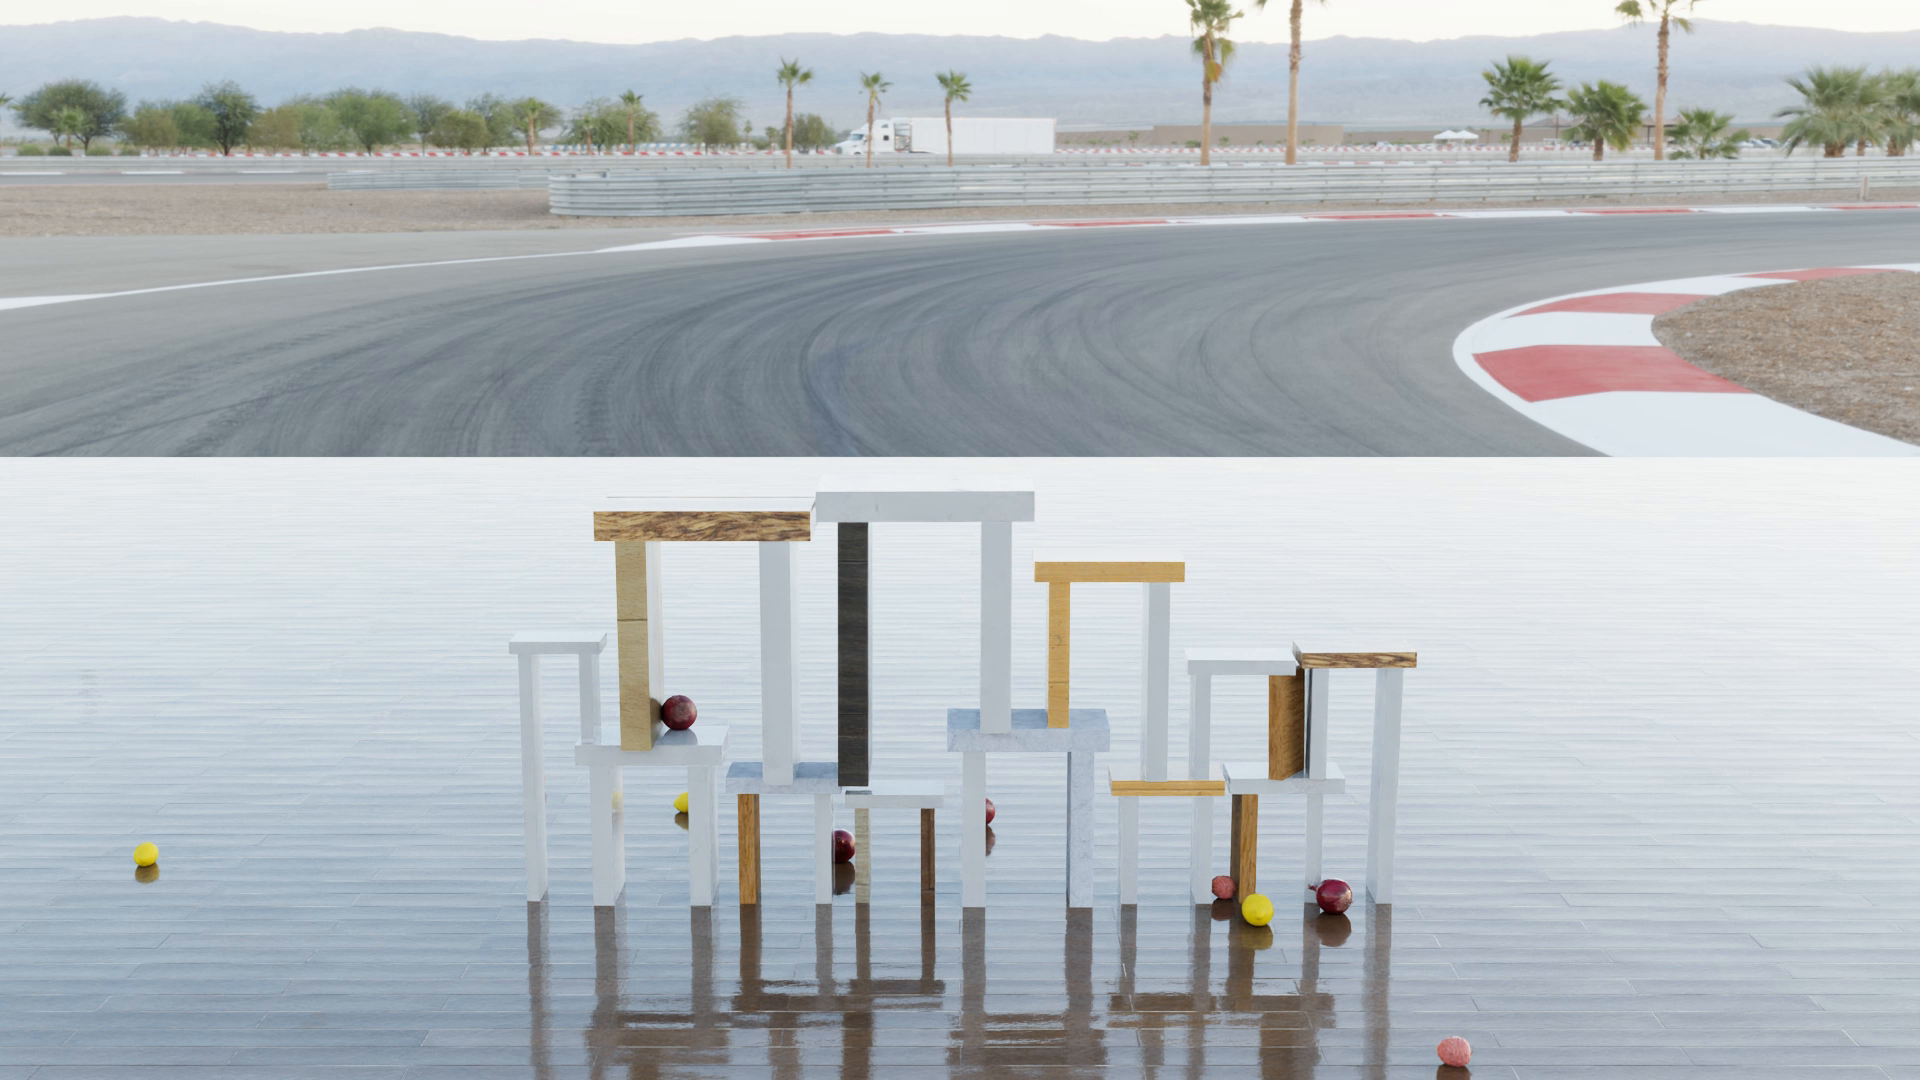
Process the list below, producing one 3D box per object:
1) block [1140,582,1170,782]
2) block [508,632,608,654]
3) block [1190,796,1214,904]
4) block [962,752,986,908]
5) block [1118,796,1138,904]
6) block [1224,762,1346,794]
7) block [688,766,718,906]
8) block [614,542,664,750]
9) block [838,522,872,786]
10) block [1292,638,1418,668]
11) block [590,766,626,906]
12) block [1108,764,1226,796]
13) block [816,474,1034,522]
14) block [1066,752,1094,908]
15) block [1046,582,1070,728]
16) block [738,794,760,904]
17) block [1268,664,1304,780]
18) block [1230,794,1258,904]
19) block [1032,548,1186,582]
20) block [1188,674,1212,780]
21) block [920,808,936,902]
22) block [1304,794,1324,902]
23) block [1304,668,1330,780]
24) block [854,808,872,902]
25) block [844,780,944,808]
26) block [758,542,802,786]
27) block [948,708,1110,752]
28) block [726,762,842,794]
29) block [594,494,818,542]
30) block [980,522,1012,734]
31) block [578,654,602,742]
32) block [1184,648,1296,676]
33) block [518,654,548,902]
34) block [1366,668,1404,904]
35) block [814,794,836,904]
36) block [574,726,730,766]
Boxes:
[{"bbox_3d":[0.320,0.219,3.605,0.034,0.331,0.120,0,11,0],"label":"block"},{"bbox_3d":[-0.656,0.168,3.590,0.147,0.021,0.073,0,11,0],"label":"block"},{"bbox_3d":[0.401,0.500,3.649,0.026,0.184,0.092,0,11,0],"label":"block"},{"bbox_3d":[0.023,0.460,3.646,0.037,0.264,0.132,0,11,0],"label":"block"},{"bbox_3d":[0.279,0.500,3.649,0.026,0.185,0.092,0,11,0],"label":"block"},{"bbox_3d":[0.534,0.393,3.631,0.187,0.027,0.094,0,11,0],"label":"block"},{"bbox_3d":[-0.426,0.472,3.649,0.034,0.239,0.119,0,11,0],"label":"block"},{"bbox_3d":[-0.520,0.155,3.585,0.048,0.342,0.171,0,11,0],"label":"block"},{"bbox_3d":[-0.170,0.169,3.581,0.049,0.431,0.172,0,11,0],"label":"block"},{"bbox_3d":[0.643,0.185,3.589,0.185,0.026,0.093,0,11,-1],"label":"block"},{"bbox_3d":[-0.585,0.472,3.650,0.034,0.239,0.119,0,11,0],"label":"block"},{"bbox_3d":[0.340,0.396,3.630,0.184,0.026,0.092,0,11,0],"label":"block"},{"bbox_3d":[-0.056,-0.068,3.542,0.345,0.049,0.172,0,11,-1],"label":"block"},{"bbox_3d":[0.199,0.460,3.646,0.037,0.264,0.132,0,11,0],"label":"block"},{"bbox_3d":[0.159,0.175,3.597,0.034,0.240,0.120,0,11,0],"label":"block"},{"bbox_3d":[-0.350,0.498,3.651,0.027,0.188,0.094,0,11,0],"label":"block"},{"bbox_3d":[0.534,0.298,3.595,0.025,0.174,0.087,5,12,32],"label":"block"},{"bbox_3d":[0.471,0.498,3.651,0.027,0.187,0.094,0,11,-3],"label":"block"},{"bbox_3d":[0.239,0.040,3.572,0.240,0.034,0.120,0,11,0],"label":"block"},{"bbox_3d":[0.394,0.297,3.611,0.025,0.177,0.087,0,11,0],"label":"block"},{"bbox_3d":[-0.053,0.511,3.651,0.023,0.162,0.081,0,11,0],"label":"block"},{"bbox_3d":[0.588,0.497,3.654,0.027,0.187,0.094,1,11,9],"label":"block"},{"bbox_3d":[0.583,0.290,3.604,0.026,0.185,0.093,0,11,2],"label":"block"},{"bbox_3d":[-0.161,0.511,3.651,0.023,0.162,0.081,0,11,0],"label":"block"},{"bbox_3d":[-0.107,0.420,3.634,0.162,0.023,0.081,0,11,0],"label":"block"},{"bbox_3d":[-0.293,0.183,3.589,0.048,0.400,0.171,0,11,0],"label":"block"},{"bbox_3d":[0.111,0.312,3.618,0.264,0.037,0.132,0,11,0],"label":"block"},{"bbox_3d":[-0.287,0.392,3.630,0.188,0.027,0.094,0,11,1],"label":"block"},{"bbox_3d":[-0.406,-0.037,3.549,0.342,0.048,0.171,0,11,0],"label":"block"},{"bbox_3d":[0.057,0.125,3.579,0.049,0.345,0.172,0,11,0],"label":"block"},{"bbox_3d":[-0.607,0.250,3.605,0.021,0.147,0.073,0,11,0],"label":"block"},{"bbox_3d":[0.456,0.198,3.589,0.174,0.025,0.087,0,10,2],"label":"block"},{"bbox_3d":[-0.704,0.384,3.630,0.021,0.419,0.073,0,11,0],"label":"block"},{"bbox_3d":[0.701,0.394,3.630,0.026,0.399,0.093,1,11,0],"label":"block"},{"bbox_3d":[-0.224,0.498,3.650,0.027,0.188,0.094,0,11,0],"label":"block"},{"bbox_3d":[-0.505,0.338,3.625,0.239,0.034,0.119,0,11,0],"label":"block"}]
